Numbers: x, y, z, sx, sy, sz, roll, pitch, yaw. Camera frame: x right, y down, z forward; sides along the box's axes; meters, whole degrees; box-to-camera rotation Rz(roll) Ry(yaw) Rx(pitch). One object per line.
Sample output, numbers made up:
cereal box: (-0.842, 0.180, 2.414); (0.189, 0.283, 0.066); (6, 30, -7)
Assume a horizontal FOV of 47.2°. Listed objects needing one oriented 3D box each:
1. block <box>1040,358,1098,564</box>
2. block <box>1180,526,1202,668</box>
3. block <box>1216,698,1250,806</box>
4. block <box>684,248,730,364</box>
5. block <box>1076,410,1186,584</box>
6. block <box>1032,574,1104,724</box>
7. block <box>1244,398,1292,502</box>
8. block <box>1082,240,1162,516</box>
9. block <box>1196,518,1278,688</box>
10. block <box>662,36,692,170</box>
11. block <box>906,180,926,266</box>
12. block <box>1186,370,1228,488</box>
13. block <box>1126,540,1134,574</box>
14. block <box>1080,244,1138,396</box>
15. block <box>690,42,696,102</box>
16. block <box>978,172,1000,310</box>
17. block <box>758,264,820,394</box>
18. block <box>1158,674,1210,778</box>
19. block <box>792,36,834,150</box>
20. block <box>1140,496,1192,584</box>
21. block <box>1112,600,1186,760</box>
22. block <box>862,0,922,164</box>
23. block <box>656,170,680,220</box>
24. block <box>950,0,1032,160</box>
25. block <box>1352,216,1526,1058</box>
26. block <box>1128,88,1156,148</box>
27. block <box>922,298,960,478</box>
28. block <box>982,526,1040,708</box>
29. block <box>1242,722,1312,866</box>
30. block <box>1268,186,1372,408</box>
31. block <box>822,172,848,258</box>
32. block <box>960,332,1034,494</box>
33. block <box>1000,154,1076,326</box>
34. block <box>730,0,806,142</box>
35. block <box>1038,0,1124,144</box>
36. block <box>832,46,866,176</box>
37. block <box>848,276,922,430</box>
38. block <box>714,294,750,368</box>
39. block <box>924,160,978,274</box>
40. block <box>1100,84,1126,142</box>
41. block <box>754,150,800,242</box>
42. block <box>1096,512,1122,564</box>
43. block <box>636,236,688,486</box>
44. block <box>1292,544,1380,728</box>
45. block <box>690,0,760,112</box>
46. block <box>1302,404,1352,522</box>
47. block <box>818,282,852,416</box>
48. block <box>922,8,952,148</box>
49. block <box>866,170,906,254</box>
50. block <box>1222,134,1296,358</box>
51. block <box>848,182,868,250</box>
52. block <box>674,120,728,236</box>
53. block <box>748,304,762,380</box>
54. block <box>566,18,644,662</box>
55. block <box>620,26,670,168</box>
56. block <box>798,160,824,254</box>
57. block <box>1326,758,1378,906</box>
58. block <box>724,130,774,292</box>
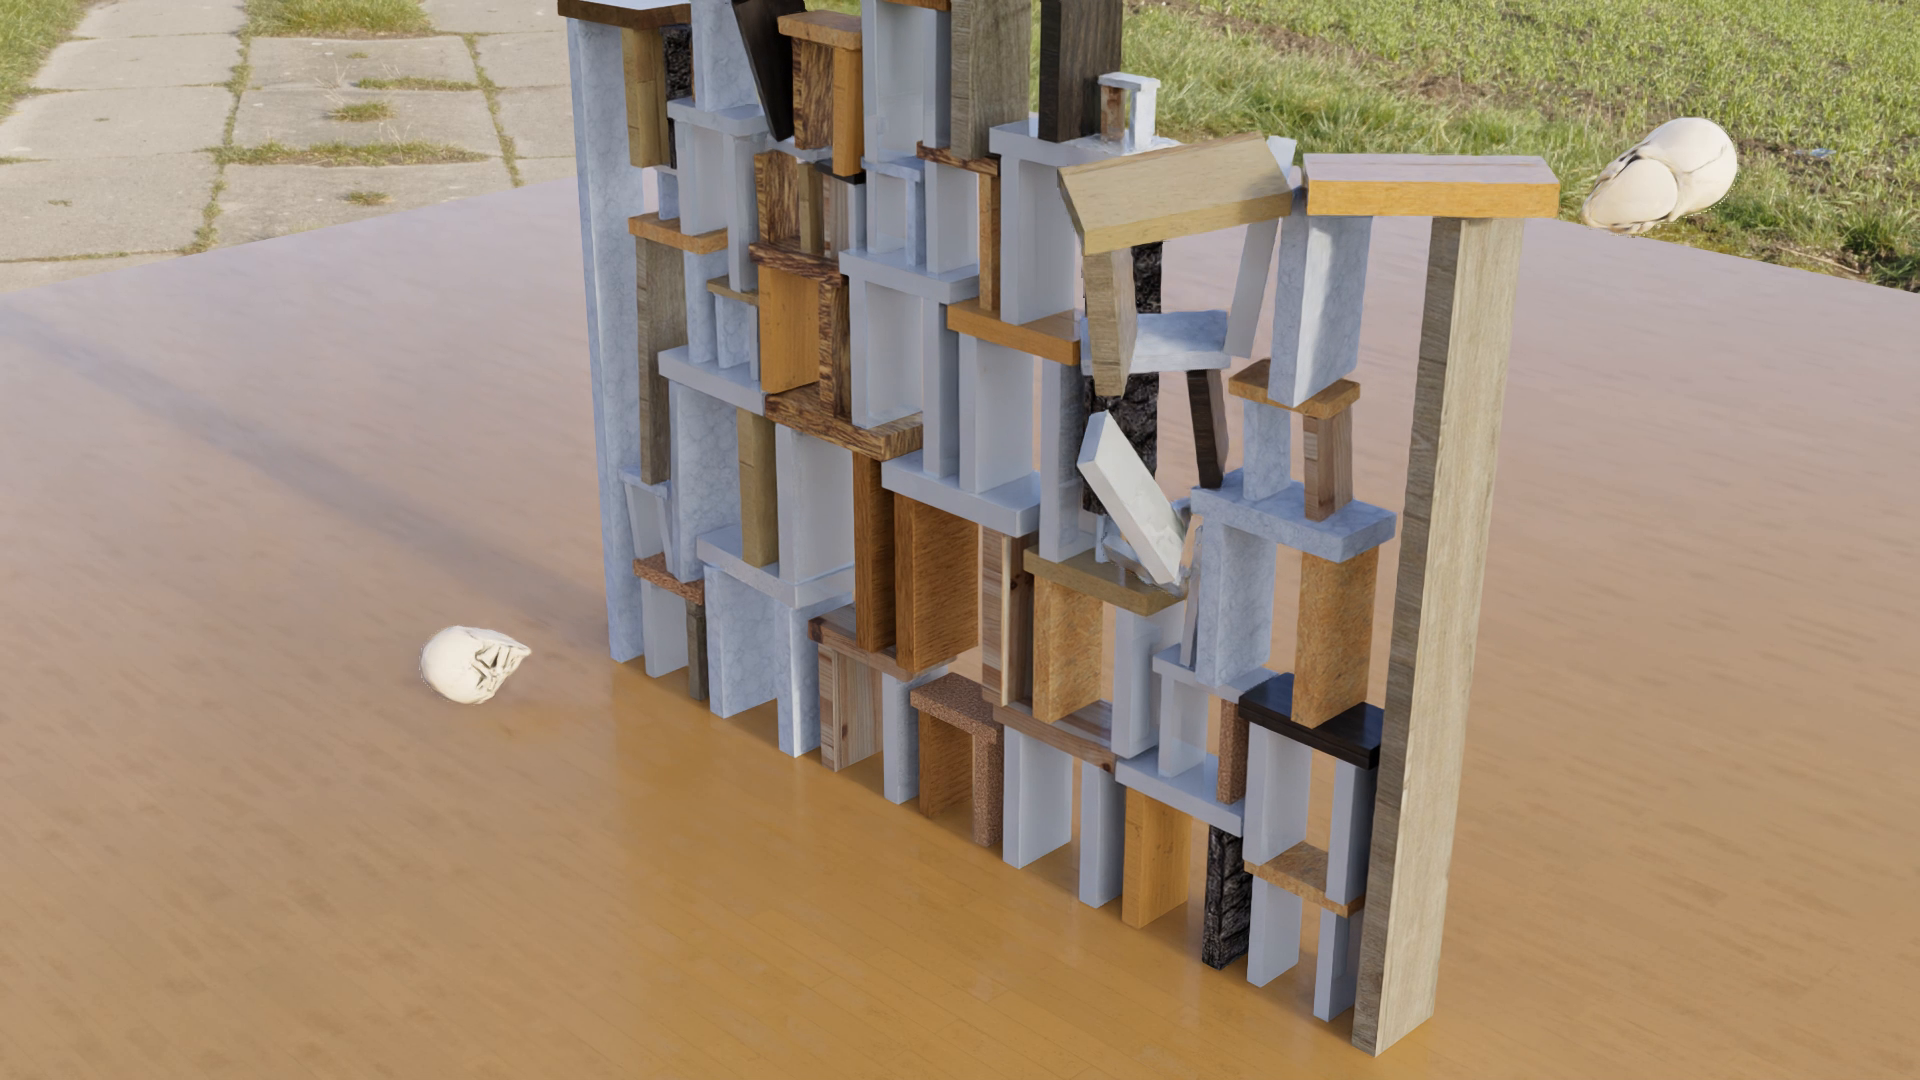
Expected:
block: (0.210, -0.159, 3.926); (0.043, 0.377, 0.151); (20, 30, 40)
block: (0.422, 0.088, 3.780); (0.021, 0.270, 0.076); (26, 37, 34)
block: (0.494, 0.353, 3.835); (0.028, 0.200, 0.100); (21, 31, 41)
block: (-0.512, -0.497, 4.575); (0.118, 0.237, 0.034); (-21, 31, -40)
block: (0.286, -0.069, 3.623); (0.034, 0.292, 0.118); (-13, 41, 30)
block: (0.201, 0.182, 4.084); (0.041, 0.291, 0.145); (21, 31, 40)
block: (0.503, -0.166, 3.601); (0.027, 0.187, 0.094); (16, 28, 41)
block: (0.279, -0.344, 3.776); (0.042, 0.596, 0.148); (21, 31, 41)
block: (0.472, 0.086, 3.746); (0.043, 0.304, 0.152); (21, 31, 40)
block: (-0.567, -0.891, 4.464); (0.061, 0.268, 0.017); (-22, 30, -40)
block: (-0.062, -0.591, 4.046); (0.022, 0.158, 0.079); (21, 31, 40)
block: (0.409, -0.216, 3.624); (0.034, 0.237, 0.118); (0, 38, 16)
block: (0.317, 0.003, 3.892); (0.015, 0.104, 0.052); (22, 31, 40)
block: (0.230, -0.388, 3.372); (0.044, 0.310, 0.155); (4, 47, 13)
block: (-0.507, -0.936, 4.382); (0.017, 0.122, 0.061); (22, 32, 40)
block: (0.080, -0.540, 3.917); (0.029, 0.245, 0.103); (20, 30, 41)
block: (-0.338, -0.434, 4.400); (0.131, 0.261, 0.037); (-21, 32, -40)
block: (0.400, 0.316, 3.922); (0.100, 0.200, 0.028); (-21, 31, -41)
block: (-0.263, -0.859, 4.180); (0.109, 0.219, 0.031); (-16, 29, -32)
block: (0.362, 0.001, 3.838); (0.076, 0.151, 0.021); (-22, 46, -41)
block: (0.340, 0.235, 3.959); (0.041, 0.291, 0.145); (21, 31, 40)
block: (-0.120, -0.842, 4.000); (0.121, 0.296, 0.034); (-21, 30, -40)
block: (-0.604, -0.723, 4.583); (0.015, 0.104, 0.052); (21, 31, 40)
block: (0.054, -0.854, 3.792); (0.044, 0.370, 0.154); (22, 31, 39)
block: (0.750, 0.171, 3.485); (0.173, 1.461, 0.049); (-21, 32, -41)
block: (0.299, -0.693, 3.607); (0.047, 0.095, 0.013); (-21, 32, -40)
block: (-0.002, -0.299, 4.107); (0.042, 0.343, 0.148); (22, 31, 40)
block: (0.123, 0.120, 4.146); (0.178, 0.356, 0.050); (-21, 31, -40)
block: (0.550, 0.416, 3.798); (0.038, 0.267, 0.134); (21, 31, 41)
block: (0.555, -0.392, 3.374); (0.049, 0.346, 0.173); (26, 42, 34)
block: (-0.231, -0.628, 4.218); (0.063, 0.162, 0.018); (-19, 29, -39)
block: (0.067, -0.249, 4.044); (0.043, 0.302, 0.151); (21, 31, 41)
block: (0.137, -0.537, 3.845); (0.042, 0.295, 0.148); (21, 31, 41)
block: (-0.335, -0.916, 4.194); (0.126, 0.291, 0.036); (-25, 39, -13)
block: (0.202, -0.826, 3.647); (0.044, 0.308, 0.154); (23, 32, 40)
block: (-0.182, -0.800, 4.066); (0.109, 0.237, 0.031); (-21, 35, -39)
block: (-0.141, -0.375, 4.227); (0.148, 0.296, 0.042); (-21, 31, -40)
block: (-0.466, -0.442, 4.543); (0.023, 0.159, 0.080); (20, 31, 37)
block: (-0.015, -0.596, 3.998); (0.029, 0.205, 0.103); (20, 30, 41)
block: (0.254, -0.711, 3.648); (0.013, 0.095, 0.047); (22, 31, 40)
block: (-0.358, -0.680, 4.324); (0.087, 0.174, 0.025); (-24, 32, -39)
block: (0.267, -0.015, 3.936); (0.015, 0.104, 0.052); (22, 32, 39)
block: (-0.637, -0.394, 4.747); (0.034, 0.561, 0.118); (24, 33, 39)
block: (0.617, 0.143, 3.613); (0.152, 0.304, 0.043); (-21, 31, -41)
block: (-0.460, -0.974, 4.304); (0.126, 0.252, 0.036); (-18, 31, -34)
block: (0.588, -0.132, 3.508); (0.027, 0.187, 0.094); (21, 38, 40)
block: (-0.213, -0.385, 4.289); (0.131, 0.265, 0.037); (-21, 32, -40)
block: (-0.010, -0.823, 3.884); (0.121, 0.242, 0.034); (-20, 31, -39)
block: (-0.138, -0.620, 4.114); (0.079, 0.158, 0.022); (-21, 31, -41)
block: (0.466, -0.455, 3.426); (0.044, 0.310, 0.155); (12, 41, 7)
block: (-0.182, -0.617, 4.149); (0.018, 0.126, 0.063); (20, 31, 38)
block: (-0.518, -0.745, 4.471); (0.033, 0.232, 0.116); (20, 30, 41)
block: (-0.391, -0.410, 4.470); (0.023, 0.159, 0.080); (22, 32, 36)
block: (-0.749, -0.417, 4.862); (0.141, 1.471, 0.040); (-21, 31, -41)
block: (-0.616, -0.916, 4.507); (0.141, 0.282, 0.040); (-21, 30, -40)
block: (-0.274, -0.651, 4.257); (0.025, 0.174, 0.087); (15, 28, 31)
block: (0.676, 0.466, 3.682); (0.038, 0.267, 0.134); (21, 31, 41)
block: (-0.410, -0.662, 4.390); (0.116, 0.321, 0.033); (-21, 32, -39)
